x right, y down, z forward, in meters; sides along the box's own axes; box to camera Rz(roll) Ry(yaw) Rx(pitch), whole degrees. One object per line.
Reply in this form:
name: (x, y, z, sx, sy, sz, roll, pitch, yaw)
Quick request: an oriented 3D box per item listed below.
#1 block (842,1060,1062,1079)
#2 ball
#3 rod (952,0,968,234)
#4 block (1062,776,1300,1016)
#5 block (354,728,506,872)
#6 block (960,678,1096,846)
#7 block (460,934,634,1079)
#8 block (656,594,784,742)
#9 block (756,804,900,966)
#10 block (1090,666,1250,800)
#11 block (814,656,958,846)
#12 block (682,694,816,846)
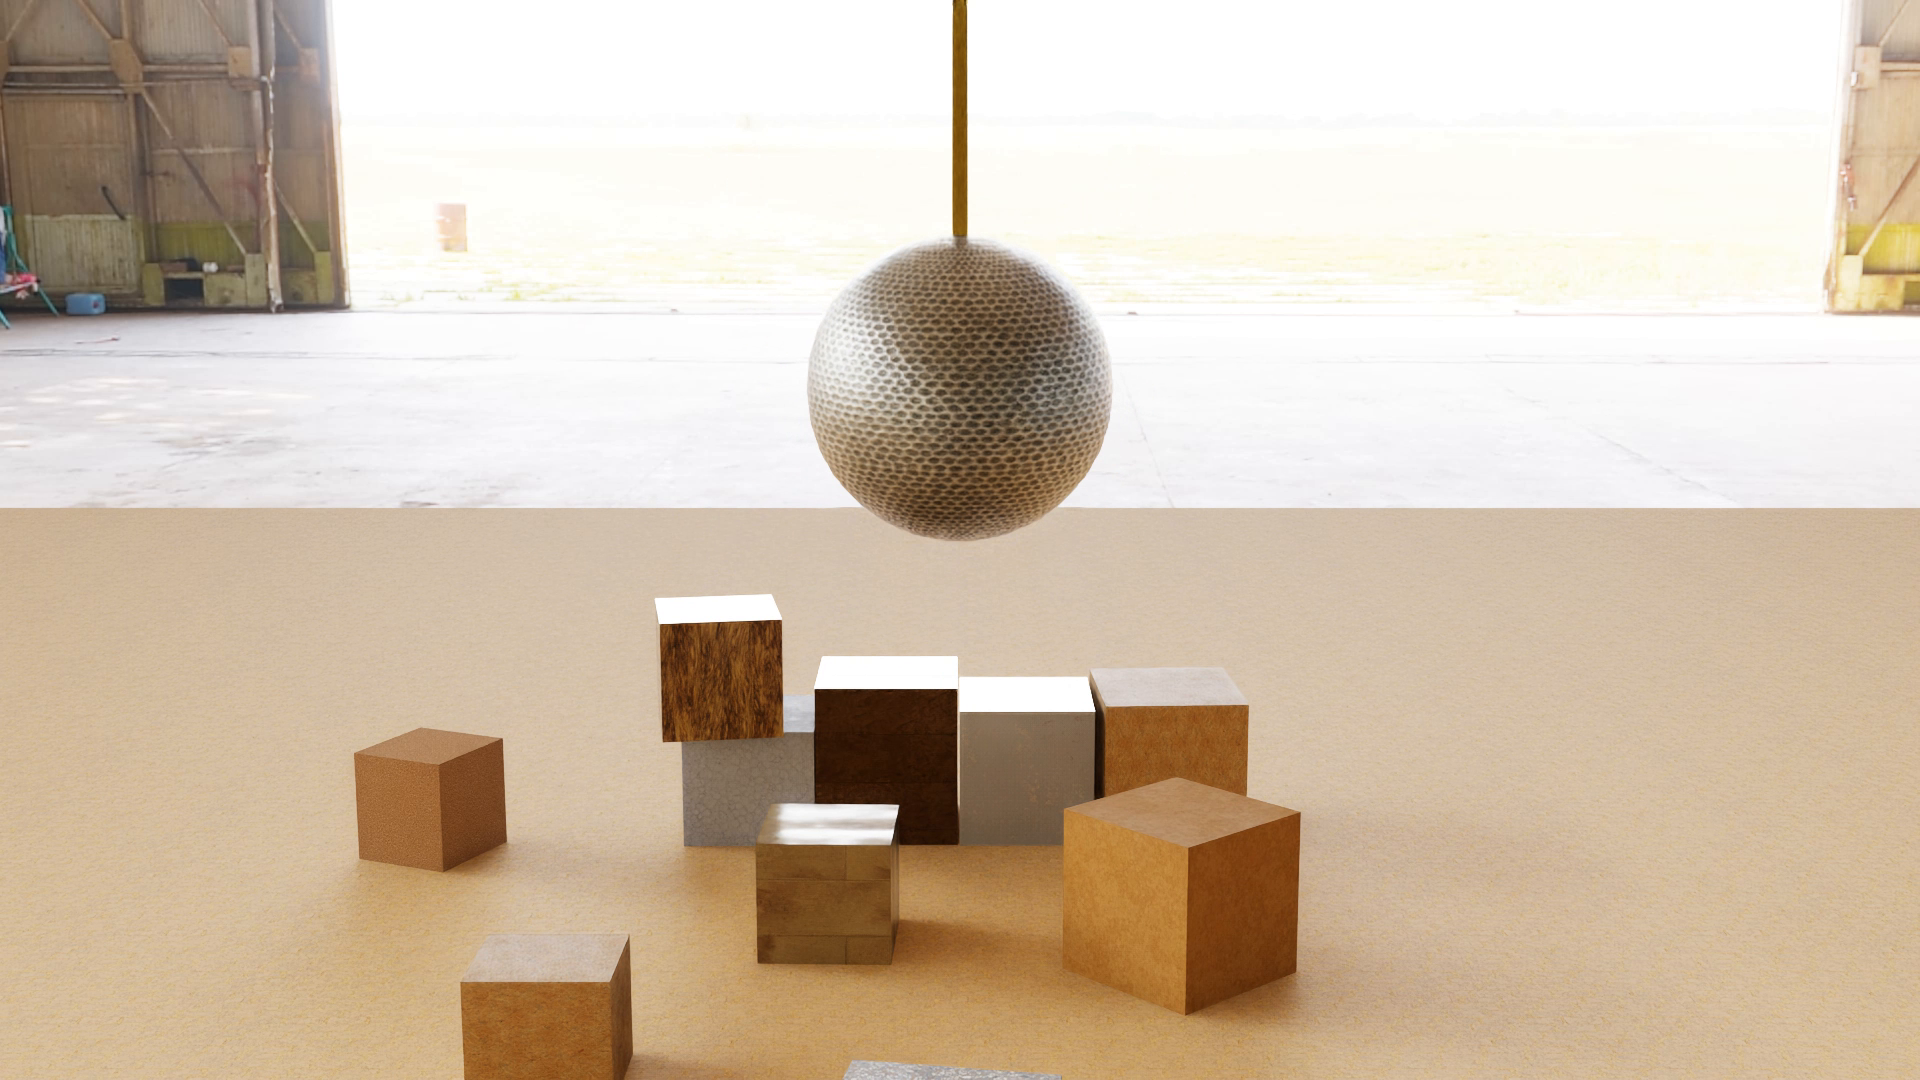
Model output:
block: (-0.066, 2.023, 6.638, 0.665, 0.643, 0.633, 2, 10, 10)
ball: (0.000, -0.792, 11.439, 1.600, 1.600, 1.600, 0, 10, 0)
rod: (0.000, -4.089, 10.611, 0.080, 5.200, 0.080, 0, 14, 0)
block: (0.939, 1.494, 9.360, 0.708, 0.712, 0.704, -9, 14, -41)
block: (-2.636, 1.287, 10.970, 0.507, 0.542, 0.523, 5, 11, 24)
block: (0.336, 1.135, 11.375, 0.675, 0.698, 0.705, 0, 10, 0)
block: (-1.546, 1.803, 8.282, 0.544, 0.489, 0.492, 0, 10, 0)
block: (-1.216, 0.638, 11.068, 0.595, 0.598, 0.596, -2, 10, -10)
block: (-0.576, 1.514, 9.724, 0.579, 0.541, 0.574, 0, 10, 2)
block: (1.062, 1.115, 11.365, 0.713, 0.741, 0.796, 0, 10, -3)
block: (-0.370, 1.079, 11.361, 0.713, 0.813, 0.685, 0, 10, 0)
block: (-1.062, 1.184, 11.393, 0.661, 0.594, 0.744, 0, 10, 0)
